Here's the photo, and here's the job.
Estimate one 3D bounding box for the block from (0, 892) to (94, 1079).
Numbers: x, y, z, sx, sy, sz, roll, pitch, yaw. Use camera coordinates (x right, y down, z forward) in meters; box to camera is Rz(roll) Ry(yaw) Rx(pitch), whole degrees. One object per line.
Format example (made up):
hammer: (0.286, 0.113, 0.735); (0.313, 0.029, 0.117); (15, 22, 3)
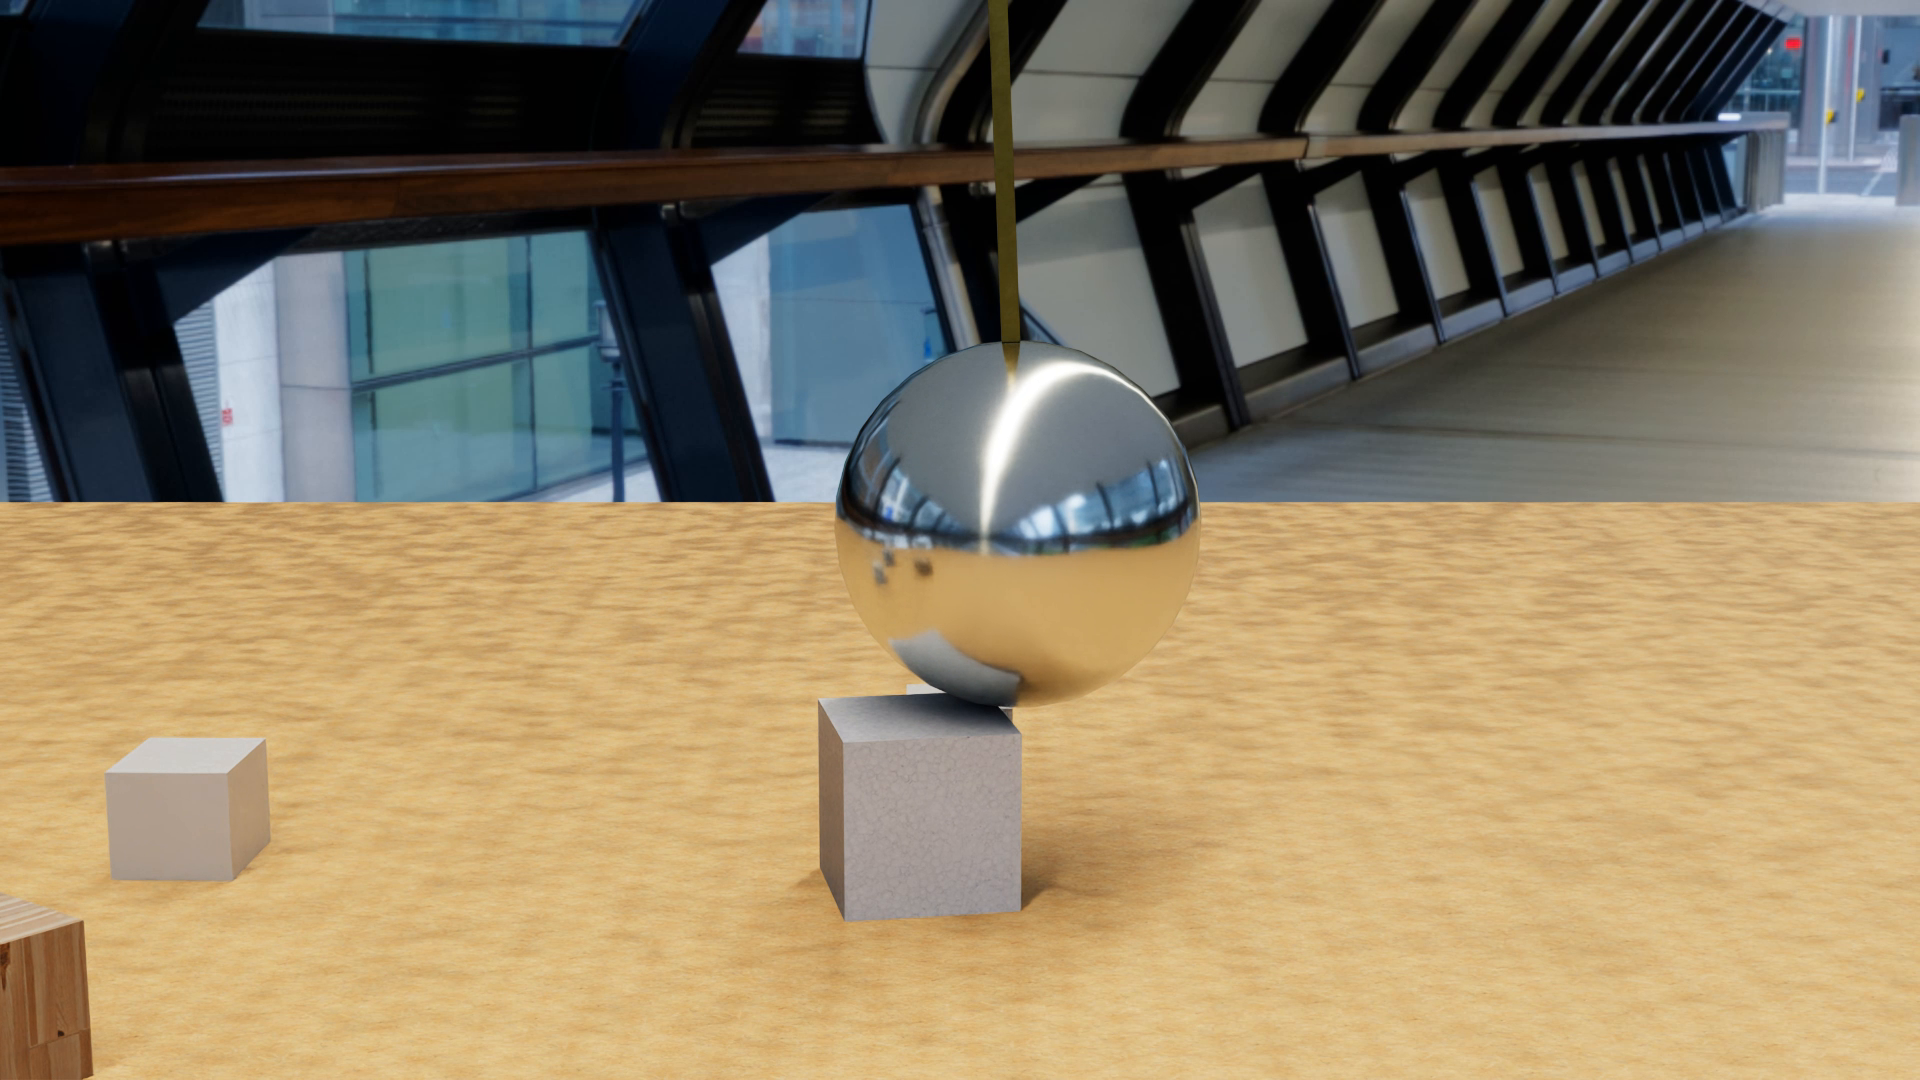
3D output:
block: (-3.535, 1.633, 8.978); (0.627, 0.575, 0.692); (8, 13, 37)

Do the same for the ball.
ball: (0.252, -0.069, 11.168); (1.600, 1.600, 1.600); (0, 10, 0)

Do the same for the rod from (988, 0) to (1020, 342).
rod: (0.109, -3.411, 10.560); (0.080, 5.200, 0.080); (-2, 10, 0)

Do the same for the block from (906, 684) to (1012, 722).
block: (-0.006, 1.019, 12.470); (0.503, 0.534, 0.503); (0, 10, -1)

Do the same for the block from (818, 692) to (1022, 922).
block: (-0.185, 1.139, 11.130); (0.756, 0.776, 0.776); (-2, 10, -11)

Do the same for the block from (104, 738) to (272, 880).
block: (-3.468, 1.206, 11.559); (0.539, 0.492, 0.603); (0, 10, 1)
